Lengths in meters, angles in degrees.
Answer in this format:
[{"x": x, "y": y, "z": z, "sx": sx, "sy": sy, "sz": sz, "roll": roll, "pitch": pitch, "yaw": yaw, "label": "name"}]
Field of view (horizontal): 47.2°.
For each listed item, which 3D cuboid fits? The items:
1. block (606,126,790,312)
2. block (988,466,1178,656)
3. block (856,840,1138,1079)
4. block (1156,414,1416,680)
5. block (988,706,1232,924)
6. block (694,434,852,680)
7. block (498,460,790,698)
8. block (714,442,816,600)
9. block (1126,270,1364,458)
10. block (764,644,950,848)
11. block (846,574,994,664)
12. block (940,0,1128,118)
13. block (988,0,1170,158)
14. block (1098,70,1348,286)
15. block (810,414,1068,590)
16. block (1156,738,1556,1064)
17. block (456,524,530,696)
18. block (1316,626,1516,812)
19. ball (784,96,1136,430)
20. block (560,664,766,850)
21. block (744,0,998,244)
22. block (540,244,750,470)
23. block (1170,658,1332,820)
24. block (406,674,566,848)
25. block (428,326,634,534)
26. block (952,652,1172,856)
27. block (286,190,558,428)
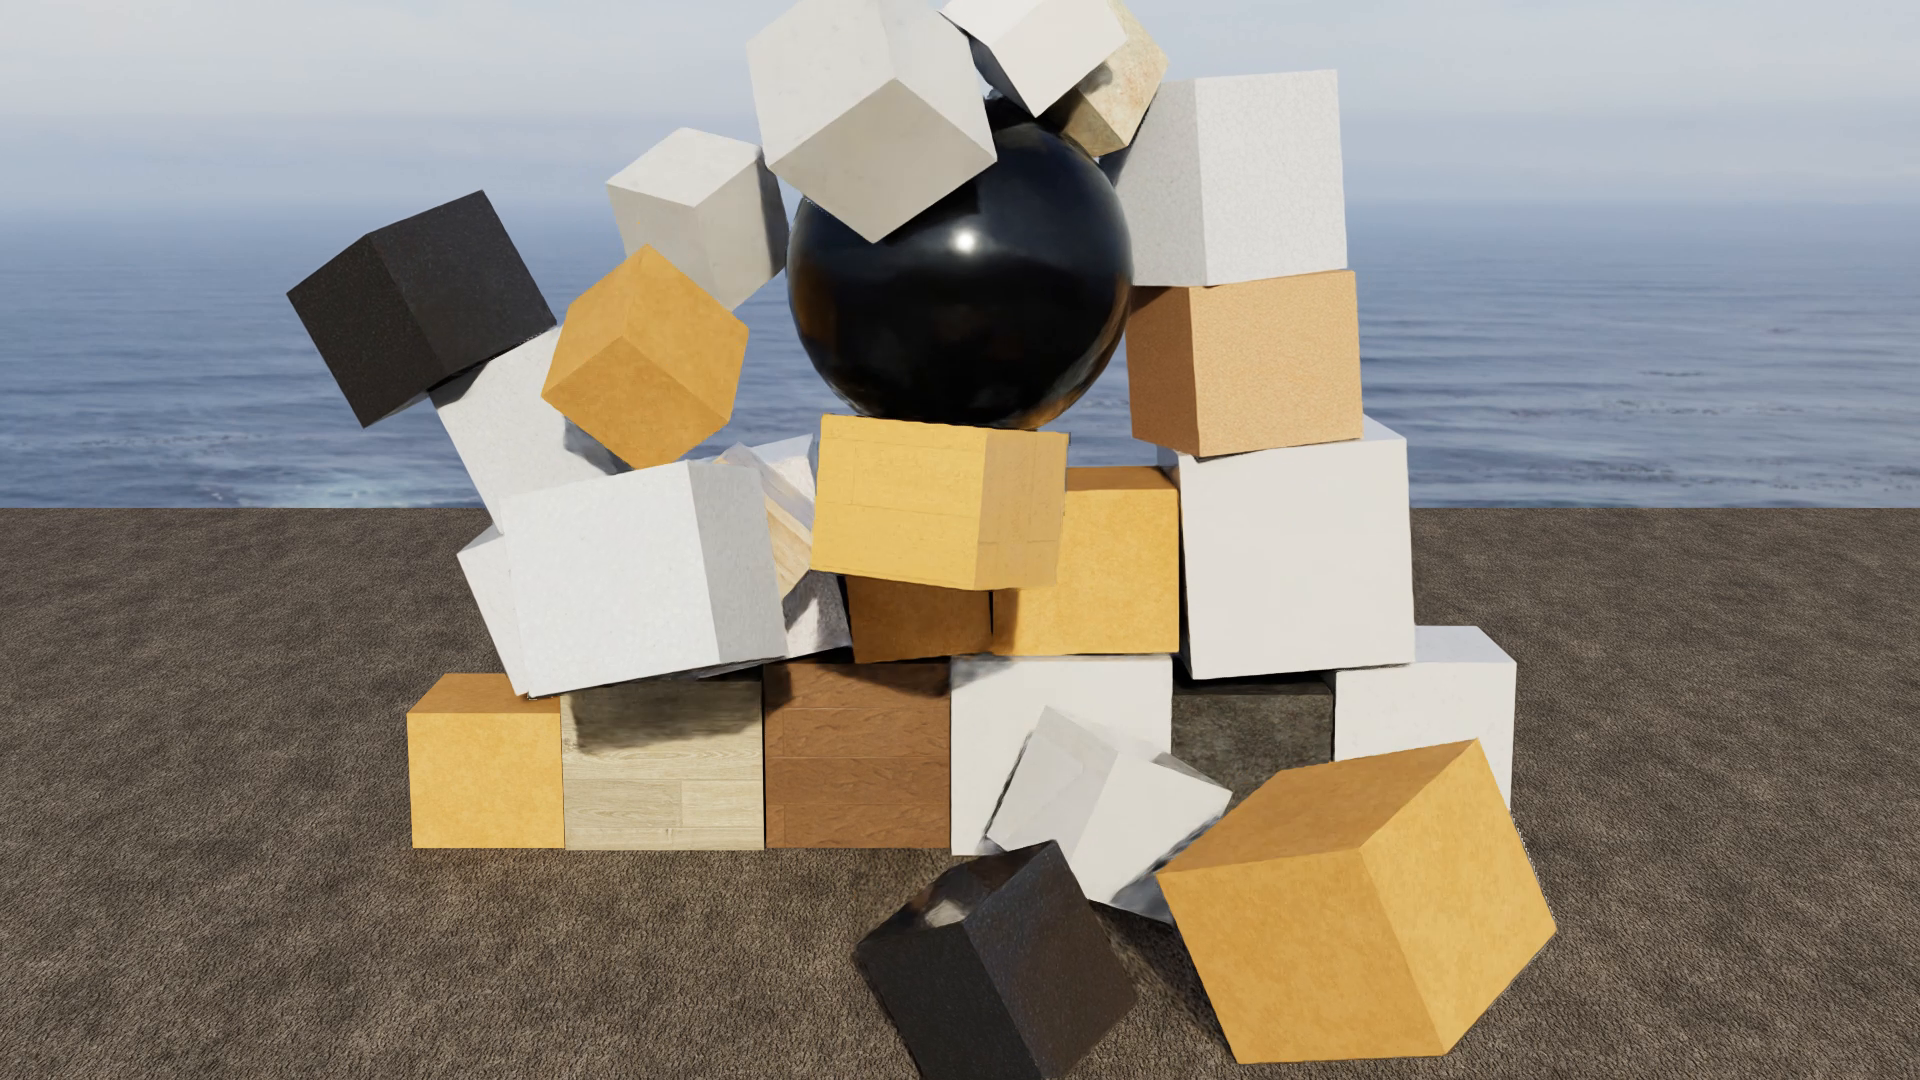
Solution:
[{"x": -1.223, "y": -1.514, "z": 10.444, "sx": 0.563, "sy": 0.610, "sz": 0.548, "roll": 19, "pitch": 48, "yaw": 32, "label": "block"}, {"x": 0.607, "y": 0.091, "z": 11.173, "sx": 0.911, "sy": 0.816, "sz": 0.801, "roll": -1, "pitch": 10, "yaw": -1, "label": "block"}, {"x": 0.140, "y": 1.592, "z": 8.093, "sx": 0.565, "sy": 0.681, "sz": 0.605, "roll": -22, "pitch": 7, "yaw": 43, "label": "block"}, {"x": 1.631, "y": 0.009, "z": 11.174, "sx": 1.096, "sy": 1.106, "sz": 1.033, "roll": -5, "pitch": 10, "yaw": 0, "label": "block"}, {"x": 0.674, "y": 1.241, "z": 9.958, "sx": 0.686, "sy": 0.660, "sz": 0.626, "roll": 22, "pitch": 3, "yaw": -33, "label": "block"}, {"x": -1.035, "y": 0.066, "z": 11.180, "sx": 0.796, "sy": 0.970, "sz": 0.789, "roll": -13, "pitch": 10, "yaw": 1, "label": "block"}, {"x": -1.334, "y": 0.167, "z": 9.411, "sx": 0.858, "sy": 0.837, "sz": 0.814, "roll": -11, "pitch": -3, "yaw": 16, "label": "block"}, {"x": -1.037, "y": 0.021, "z": 10.297, "sx": 0.639, "sy": 0.650, "sz": 0.643, "roll": 40, "pitch": 8, "yaw": -4, "label": "block"}, {"x": 1.393, "y": -0.910, "z": 10.954, "sx": 0.851, "sy": 0.806, "sz": 0.948, "roll": -7, "pitch": 10, "yaw": -14, "label": "block"}, {"x": -0.513, "y": 1.009, "z": 11.360, "sx": 0.920, "sy": 0.951, "sz": 0.795, "roll": 0, "pitch": 10, "yaw": 0, "label": "block"}, {"x": -0.222, "y": 0.105, "z": 11.151, "sx": 0.689, "sy": 0.843, "sz": 0.726, "roll": -5, "pitch": 10, "yaw": 0, "label": "block"}, {"x": 0.325, "y": -2.287, "z": 9.769, "sx": 0.541, "sy": 0.433, "sz": 0.506, "roll": -41, "pitch": 40, "yaw": -1, "label": "block"}, {"x": 0.554, "y": -2.155, "z": 10.370, "sx": 0.543, "sy": 0.476, "sz": 0.576, "roll": -9, "pitch": 45, "yaw": 47, "label": "block"}, {"x": 1.279, "y": -1.770, "z": 10.786, "sx": 0.889, "sy": 0.957, "sz": 0.772, "roll": -11, "pitch": 11, "yaw": -32, "label": "block"}, {"x": -0.076, "y": -0.156, "z": 8.705, "sx": 0.737, "sy": 0.610, "sz": 0.677, "roll": 7, "pitch": 4, "yaw": 29, "label": "block"}, {"x": 1.509, "y": 1.378, "z": 8.366, "sx": 0.964, "sy": 0.814, "sz": 0.904, "roll": -17, "pitch": 10, "yaw": 45, "label": "block"}, {"x": -1.920, "y": 0.190, "z": 11.228, "sx": 0.870, "sy": 0.766, "sz": 0.886, "roll": -20, "pitch": 10, "yaw": 4, "label": "block"}, {"x": 2.309, "y": 1.002, "z": 11.379, "sx": 0.887, "sy": 0.954, "sz": 0.847, "roll": 0, "pitch": 10, "yaw": 0, "label": "block"}, {"x": 0.000, "y": -1.224, "z": 10.076, "sx": 1.600, "sy": 1.600, "sz": 1.600, "roll": 0, "pitch": 10, "yaw": 0, "label": "ball"}, {"x": -1.480, "y": 1.043, "z": 11.386, "sx": 0.995, "sy": 0.873, "sz": 0.906, "roll": 0, "pitch": 10, "yaw": 0, "label": "block"}, {"x": -0.372, "y": -1.817, "z": 9.094, "sx": 0.670, "sy": 0.723, "sz": 0.679, "roll": -30, "pitch": -37, "yaw": 26, "label": "block"}, {"x": -1.427, "y": -0.813, "z": 10.050, "sx": 0.550, "sy": 0.645, "sz": 0.664, "roll": -32, "pitch": 34, "yaw": 31, "label": "block"}, {"x": 1.450, "y": 1.085, "z": 11.390, "sx": 0.803, "sy": 0.789, "sz": 0.819, "roll": 0, "pitch": 10, "yaw": 0, "label": "block"}, {"x": -2.368, "y": 1.131, "z": 11.399, "sx": 0.762, "sy": 0.697, "sz": 0.833, "roll": 0, "pitch": 10, "yaw": 0, "label": "block"}, {"x": -1.987, "y": -0.627, "z": 11.045, "sx": 0.788, "sy": 0.776, "sz": 0.783, "roll": -22, "pitch": 8, "yaw": 26, "label": "block"}, {"x": 0.498, "y": 0.988, "z": 11.350, "sx": 1.081, "sy": 0.995, "sz": 1.034, "roll": 0, "pitch": 10, "yaw": 0, "label": "block"}, {"x": -2.656, "y": -1.143, "z": 10.879, "sx": 0.758, "sy": 0.756, "sz": 0.779, "roll": -23, "pitch": 8, "yaw": 40, "label": "block"}]
